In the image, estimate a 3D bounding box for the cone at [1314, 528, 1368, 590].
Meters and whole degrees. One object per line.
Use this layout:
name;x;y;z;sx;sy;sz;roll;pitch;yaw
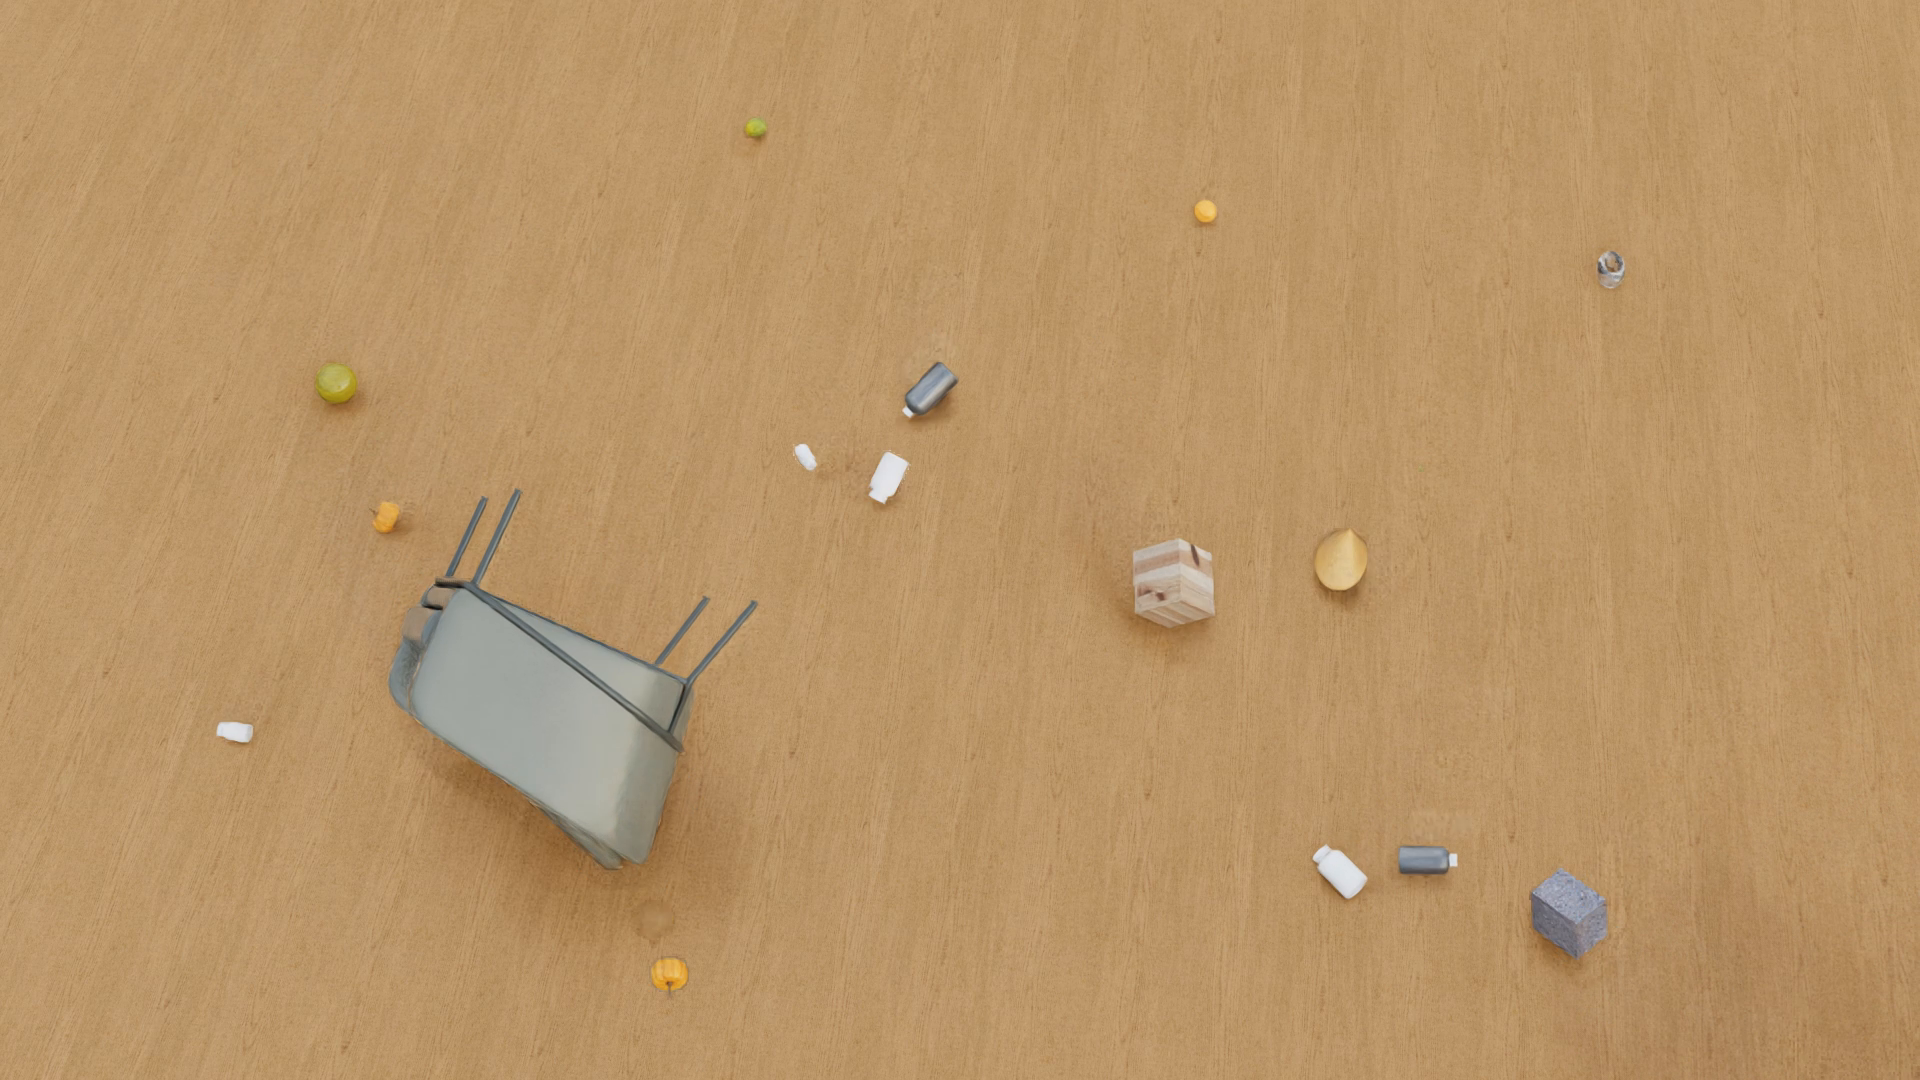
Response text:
cone;1.132;0.012;6.454;0.151;0.126;0.273;15;44;10

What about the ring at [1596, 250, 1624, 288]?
ring;2.110;-0.877;7.129;0.090;0.057;0.138;5;57;5

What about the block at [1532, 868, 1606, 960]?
block;1.606;0.986;5.796;0.112;0.153;0.150;-34;44;-20

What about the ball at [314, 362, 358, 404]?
ball;-1.935;-0.487;6.823;0.129;0.129;0.129;0;56;0

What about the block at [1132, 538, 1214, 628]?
block;0.615;0.125;6.331;0.161;0.165;0.190;-18;62;37
